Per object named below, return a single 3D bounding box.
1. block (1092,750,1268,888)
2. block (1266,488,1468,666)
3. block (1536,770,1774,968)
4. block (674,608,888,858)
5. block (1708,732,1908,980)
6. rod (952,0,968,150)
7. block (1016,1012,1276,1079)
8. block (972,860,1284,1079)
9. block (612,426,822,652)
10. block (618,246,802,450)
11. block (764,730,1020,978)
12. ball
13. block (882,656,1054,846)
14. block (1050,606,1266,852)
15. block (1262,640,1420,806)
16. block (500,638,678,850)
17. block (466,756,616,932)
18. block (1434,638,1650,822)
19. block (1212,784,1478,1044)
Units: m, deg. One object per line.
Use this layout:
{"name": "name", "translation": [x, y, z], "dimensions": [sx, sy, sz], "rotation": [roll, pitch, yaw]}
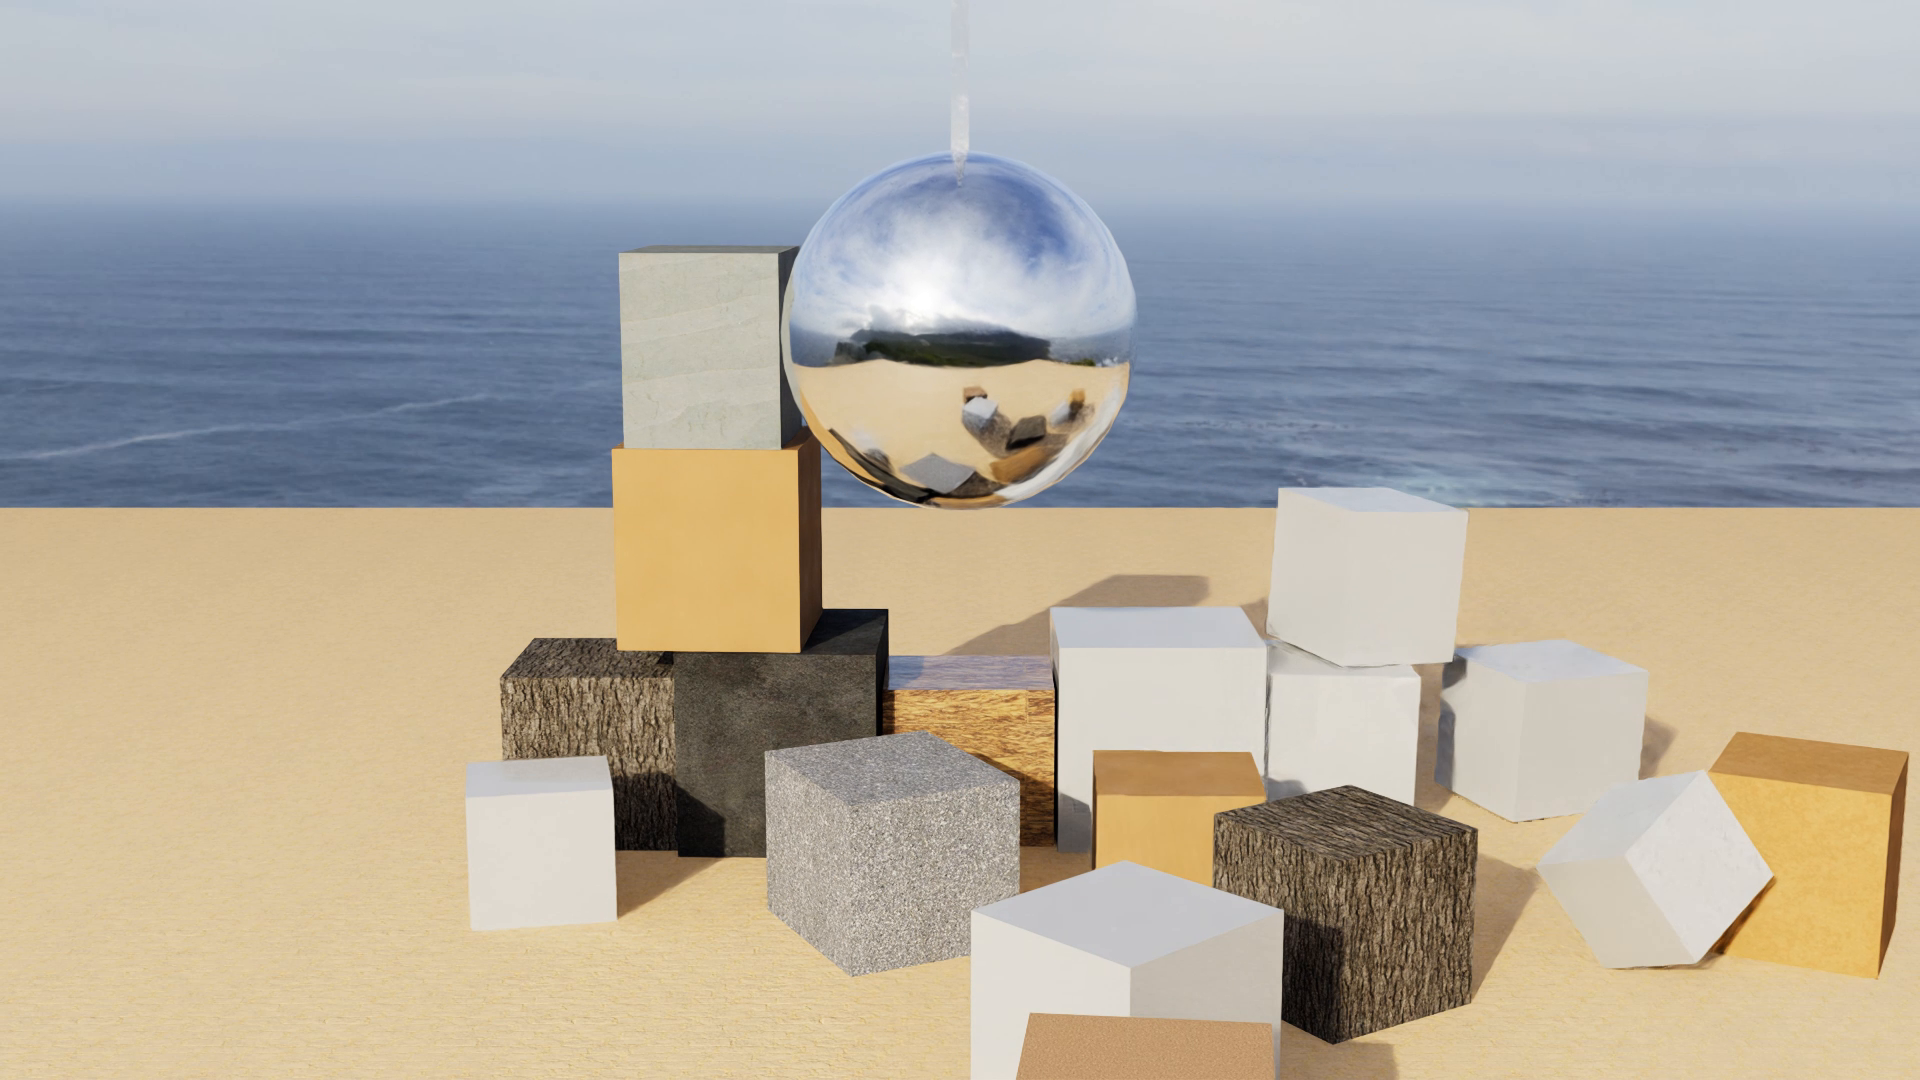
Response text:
{"name": "block", "translation": [0.970, 1.391, 9.905], "dimensions": [0.732, 0.713, 0.691], "rotation": [0, 11, 2]}
{"name": "block", "translation": [2.105, 0.176, 11.436], "dimensions": [0.662, 0.785, 0.753], "rotation": [-1, 11, -23]}
{"name": "block", "translation": [2.937, 1.400, 9.314], "dimensions": [0.593, 0.546, 0.551], "rotation": [-37, 5, -28]}
{"name": "block", "translation": [-0.890, 0.970, 11.337], "dimensions": [0.988, 1.034, 1.080], "rotation": [0, 10, 2]}
{"name": "block", "translation": [3.739, 1.374, 9.744], "dimensions": [0.736, 0.810, 0.753], "rotation": [5, 12, 28]}
{"name": "rod", "translation": [0.000, -4.325, 9.873], "dimensions": [0.080, 5.200, 0.080], "rotation": [0, -1, 0]}
{"name": "block", "translation": [0.560, 1.962, 6.676], "dimensions": [0.768, 0.751, 0.801], "rotation": [1, 10, 6]}
{"name": "block", "translation": [0.587, 1.713, 7.777], "dimensions": [0.797, 0.846, 0.752], "rotation": [-10, 14, -42]}
{"name": "block", "translation": [-1.206, -0.027, 11.145], "dimensions": [0.904, 0.997, 0.927], "rotation": [1, 10, 3]}
{"name": "block", "translation": [-1.221, -0.972, 10.929], "dimensions": [0.763, 0.939, 0.804], "rotation": [1, 10, 3]}
{"name": "block", "translation": [-0.315, 1.378, 9.867], "dimensions": [0.812, 0.757, 0.941], "rotation": [-5, 12, -27]}
{"name": "ball", "translation": [0.000, -0.926, 9.810], "dimensions": [1.600, 1.600, 1.600], "rotation": [0, 10, 0]}
{"name": "block", "translation": [0.043, 1.078, 11.370], "dimensions": [0.856, 0.811, 0.745], "rotation": [0, 10, 0]}
{"name": "block", "translation": [0.994, 0.959, 11.361], "dimensions": [1.019, 1.048, 0.962], "rotation": [0, 10, 0]}
{"name": "block", "translation": [1.895, 1.034, 11.377], "dimensions": [0.760, 0.873, 0.819], "rotation": [1, 10, 0]}
{"name": "block", "translation": [-1.833, 1.039, 11.368], "dimensions": [0.877, 0.889, 0.886], "rotation": [0, 10, 0]}
{"name": "block", "translation": [-1.940, 1.391, 10.174], "dimensions": [0.650, 0.623, 0.568], "rotation": [-2, 11, -12]}
{"name": "block", "translation": [3.112, 1.007, 11.804], "dimensions": [0.803, 0.748, 0.690], "rotation": [-3, 13, -24]}
{"name": "block", "translation": [1.579, 1.523, 9.095], "dimensions": [0.766, 0.749, 0.750], "rotation": [-7, 12, -33]}
